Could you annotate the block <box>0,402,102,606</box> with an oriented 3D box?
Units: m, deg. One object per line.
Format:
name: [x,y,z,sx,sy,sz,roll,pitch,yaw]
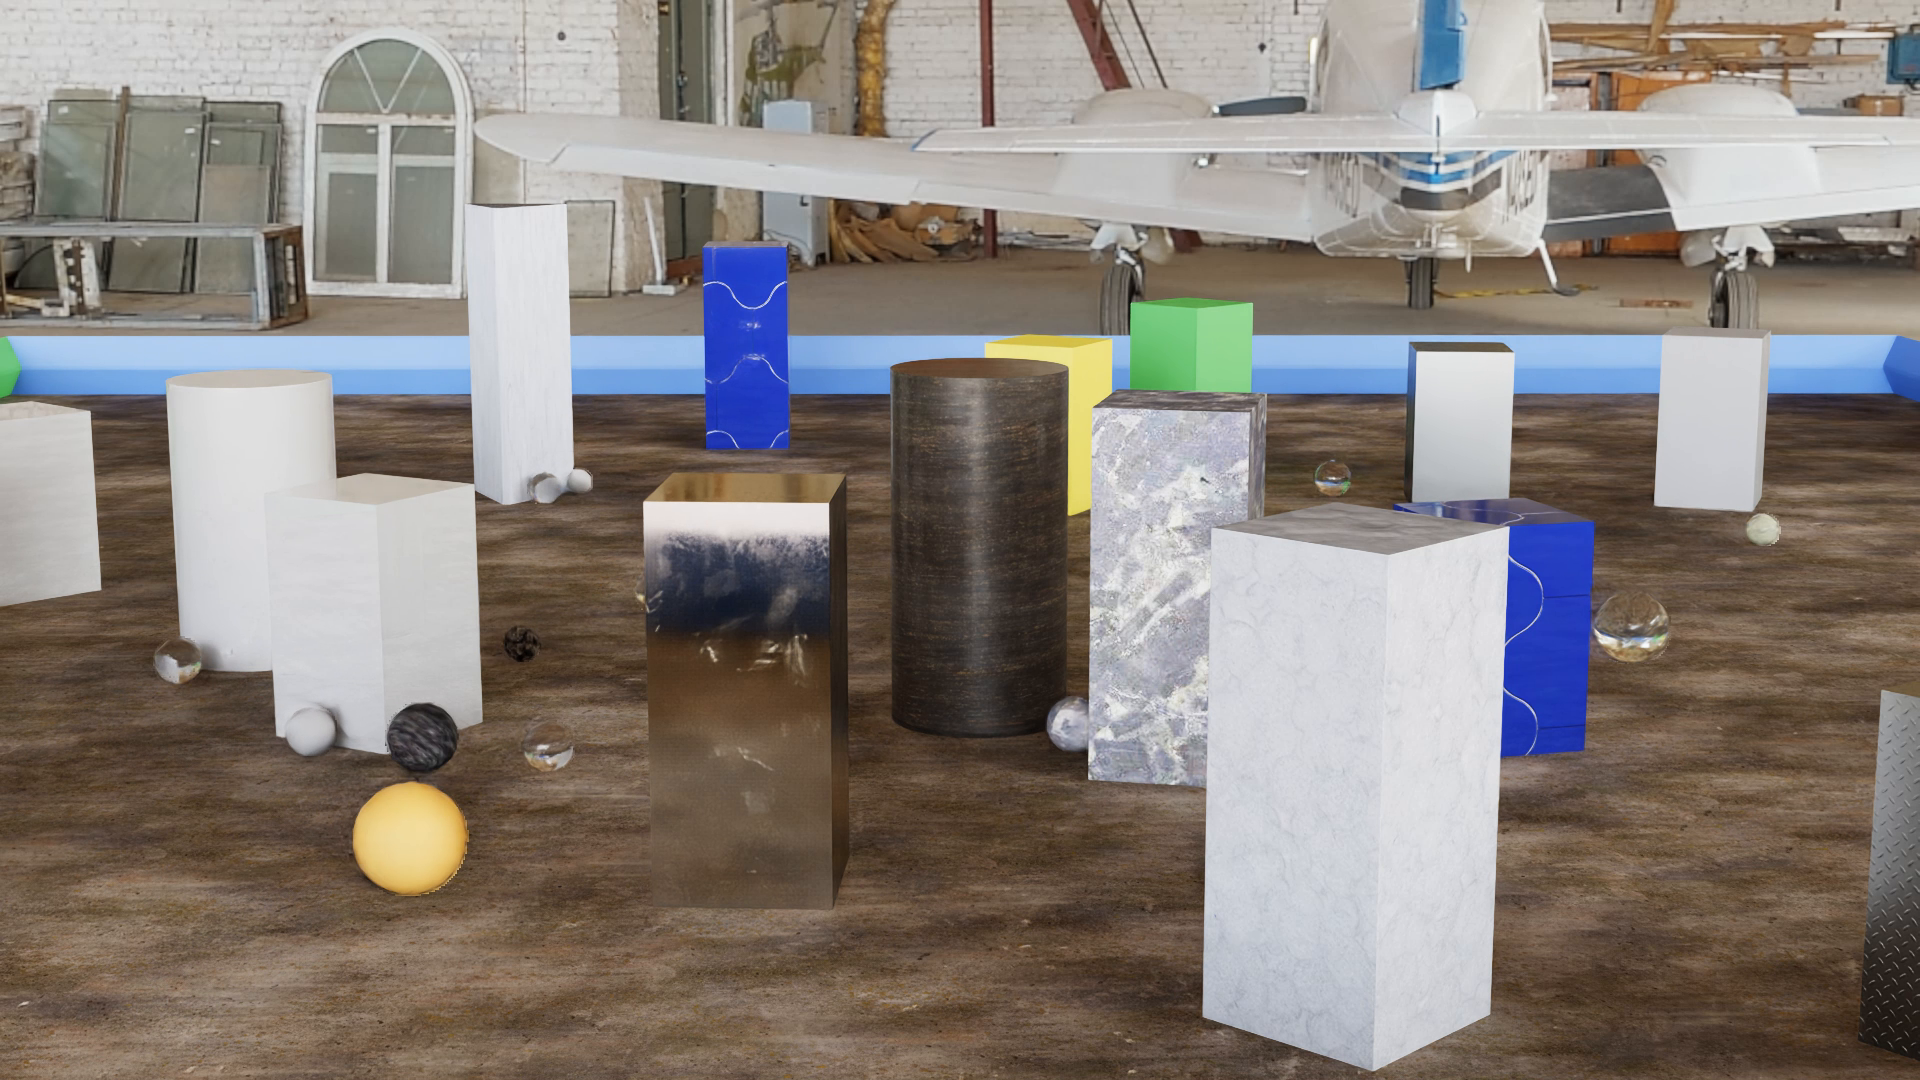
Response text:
block: [-1.320,-0.053,3.578,0.159,0.254,0.159,9,14,41]

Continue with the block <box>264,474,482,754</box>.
block: [-0.644,0.077,2.828,0.159,0.271,0.159,6,12,29]

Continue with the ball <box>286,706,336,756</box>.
ball: [-0.694,0.204,2.741,0.052,0.052,0.052,0,10,0]

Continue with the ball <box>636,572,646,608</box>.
ball: [-0.407,0.066,3.459,0.062,0.062,0.062,0,10,0]

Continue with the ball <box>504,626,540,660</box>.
ball: [-0.543,0.128,3.177,0.044,0.044,0.044,0,10,0]

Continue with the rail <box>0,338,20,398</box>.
rail: [-2.093,0.035,3.437,0.045,0.129,4.684,0,10,0]

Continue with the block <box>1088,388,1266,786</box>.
block: [0.228,0.047,2.673,0.159,0.387,0.159,2,11,13]

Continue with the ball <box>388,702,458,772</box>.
ball: [-0.560,0.206,2.675,0.072,0.072,0.072,0,10,0]

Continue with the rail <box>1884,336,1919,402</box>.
rail: [2.093,0.031,3.461,0.045,0.129,4.684,0,10,0]

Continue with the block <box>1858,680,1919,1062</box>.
block: [0.790,0.247,1.902,0.159,0.273,0.159,-8,13,-37]

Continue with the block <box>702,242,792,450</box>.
block: [-0.411,-0.380,4.976,0.159,0.387,0.159,0,10,-2]

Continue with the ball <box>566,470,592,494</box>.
ball: [-0.655,-0.101,4.414,0.043,0.043,0.043,0,10,0]

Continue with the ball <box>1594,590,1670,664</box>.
ball: [0.829,0.107,3.163,0.089,0.089,0.089,0,10,0]

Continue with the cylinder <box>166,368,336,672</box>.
cylinder: [-0.874,-0.028,3.187,0.198,0.347,0.198,0,10,0]

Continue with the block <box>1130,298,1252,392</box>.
block: [0.426,-0.290,4.737,0.159,0.297,0.159,-10,15,-44]

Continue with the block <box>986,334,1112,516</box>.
block: [0.148,-0.195,4.284,0.159,0.275,0.159,5,12,27]

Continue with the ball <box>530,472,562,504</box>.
ball: [-0.697,-0.087,4.312,0.053,0.053,0.053,0,10,0]

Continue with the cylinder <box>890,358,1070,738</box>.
cylinder: [0.021,0.004,2.873,0.198,0.397,0.198,0,10,0]

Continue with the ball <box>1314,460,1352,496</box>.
ball: [0.637,-0.105,4.382,0.063,0.063,0.063,0,10,0]

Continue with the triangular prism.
triangular prism: [-0.778,-0.323,4.374,0.149,0.494,0.172,7,12,32]

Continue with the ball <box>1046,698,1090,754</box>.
ball: [0.122,0.198,2.752,0.060,0.060,0.060,0,10,0]

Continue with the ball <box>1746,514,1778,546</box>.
ball: [1.232,-0.016,3.943,0.048,0.048,0.048,0,10,0]

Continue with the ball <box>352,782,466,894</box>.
ball: [-0.490,0.265,2.283,0.099,0.099,0.099,0,10,0]

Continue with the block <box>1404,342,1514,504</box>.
block: [0.837,-0.194,4.314,0.159,0.262,0.159,1,11,5]

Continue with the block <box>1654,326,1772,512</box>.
block: [1.266,-0.206,4.314,0.159,0.287,0.159,4,11,22]

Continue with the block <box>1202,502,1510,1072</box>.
block: [0.300,0.180,1.957,0.159,0.385,0.159,10,14,43]

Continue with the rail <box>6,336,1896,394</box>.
rail: [-0.013,-0.389,5.728,4.233,0.129,0.045,0,10,0]

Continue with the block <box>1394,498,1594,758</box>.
block: [0.575,0.093,2.794,0.159,0.251,0.159,-3,11,-15]

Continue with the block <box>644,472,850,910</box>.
block: [-0.186,0.131,2.290,0.159,0.360,0.159,1,10,3]

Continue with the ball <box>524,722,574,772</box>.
ball: [-0.430,0.216,2.679,0.052,0.052,0.052,0,10,0]

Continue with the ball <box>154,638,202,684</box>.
ball: [-0.933,0.144,3.062,0.054,0.054,0.054,0,10,0]
